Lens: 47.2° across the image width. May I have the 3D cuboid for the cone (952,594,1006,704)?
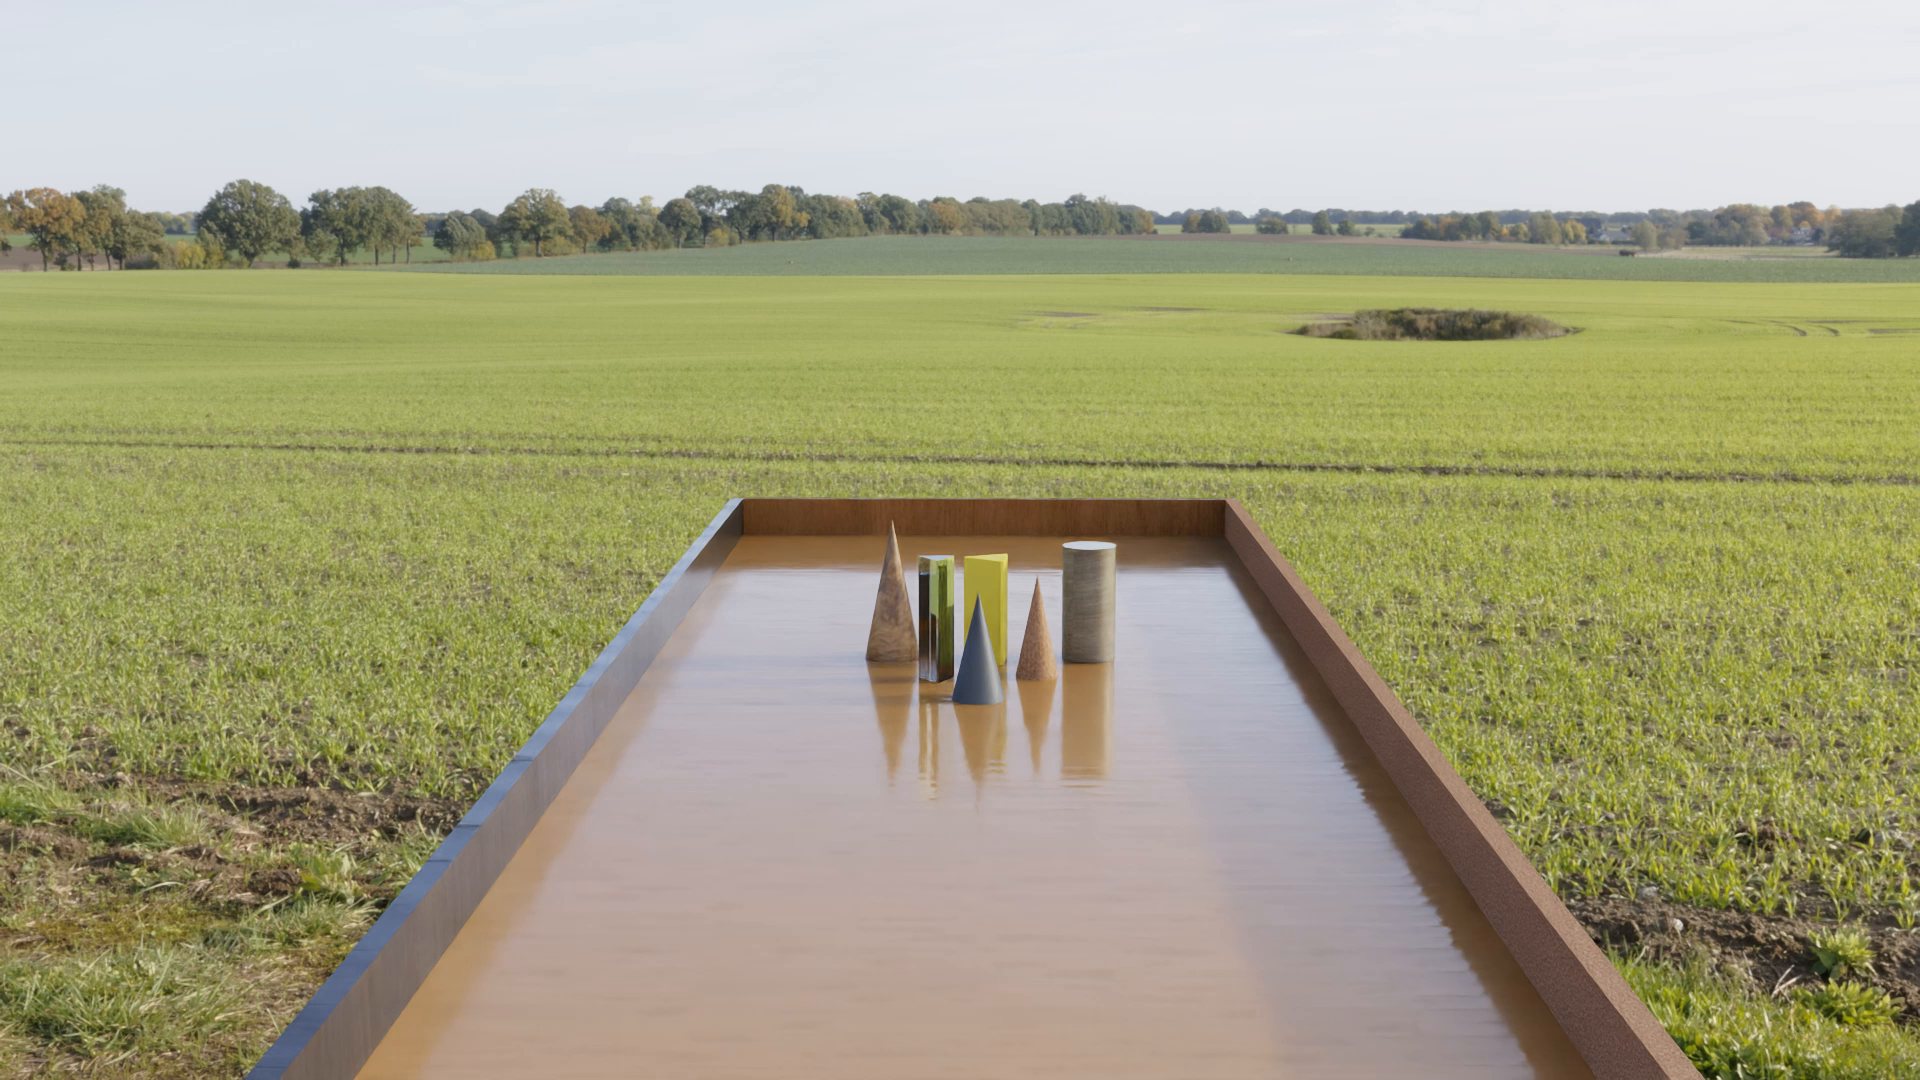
[{"bbox_3d":[0.052,0.295,6.165,0.151,0.307,0.151,0,9,0],"label":"cone"}]

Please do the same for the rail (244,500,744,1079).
[{"bbox_3d":[-1.004,0.839,3.234,0.050,0.150,12.000,0,9,1],"label":"rail"}]

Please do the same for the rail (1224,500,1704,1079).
[{"bbox_3d":[1.046,0.843,3.208,0.050,0.150,12.000,0,9,1],"label":"rail"}]

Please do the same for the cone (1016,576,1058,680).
[{"bbox_3d":[0.227,0.250,6.454,0.126,0.305,0.126,0,9,0],"label":"cone"}]

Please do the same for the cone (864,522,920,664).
[{"bbox_3d":[-0.206,0.147,6.708,0.172,0.430,0.172,0,9,0],"label":"cone"}]

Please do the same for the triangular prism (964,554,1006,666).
[{"bbox_3d":[0.106,0.207,6.692,0.142,0.317,0.123,7,11,36],"label":"triangular prism"}]

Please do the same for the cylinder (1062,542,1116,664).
[{"bbox_3d":[0.392,0.189,6.696,0.163,0.350,0.163,0,9,0],"label":"cylinder"}]

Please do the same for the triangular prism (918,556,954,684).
[{"bbox_3d":[-0.056,0.227,6.422,0.088,0.361,0.102,-6,11,-32],"label":"triangular prism"}]

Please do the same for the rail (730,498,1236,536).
[{"bbox_3d":[0.099,-0.098,9.147,2.100,0.150,0.050,0,9,1],"label":"rail"}]
